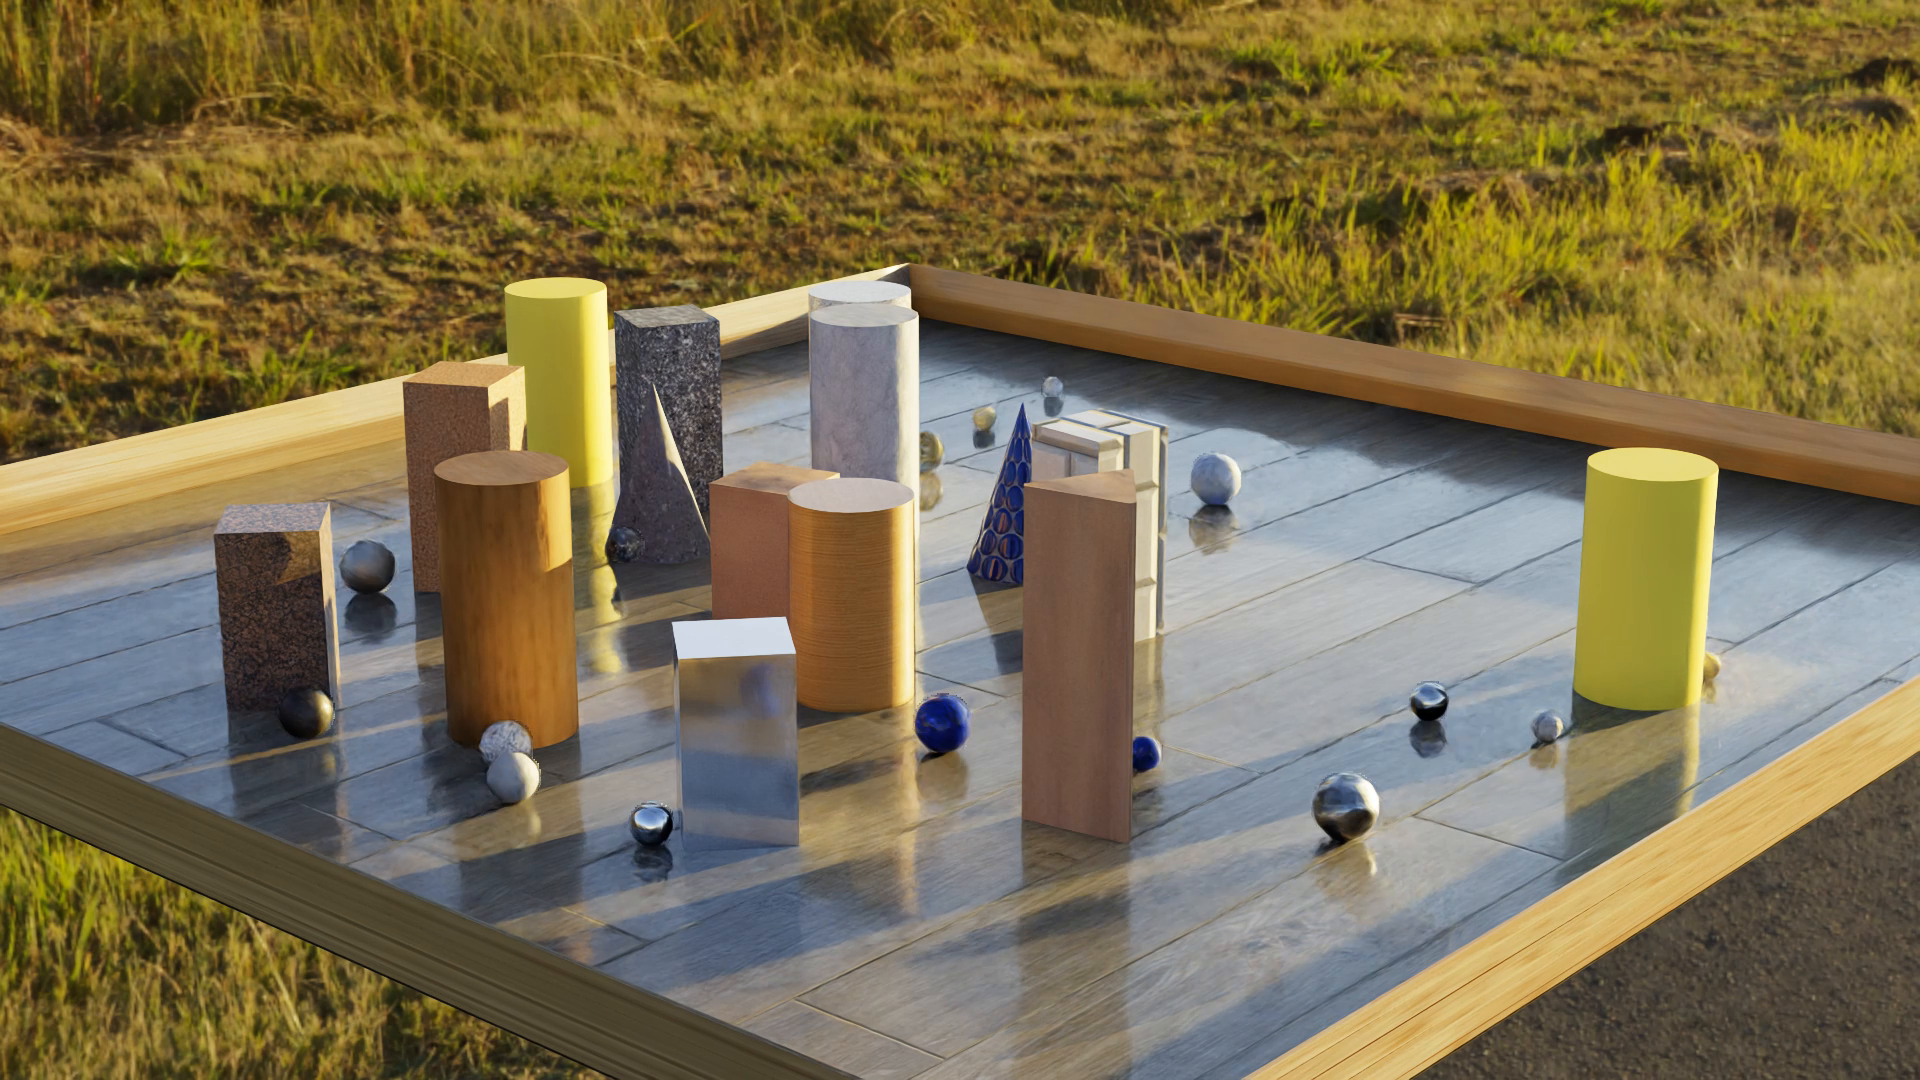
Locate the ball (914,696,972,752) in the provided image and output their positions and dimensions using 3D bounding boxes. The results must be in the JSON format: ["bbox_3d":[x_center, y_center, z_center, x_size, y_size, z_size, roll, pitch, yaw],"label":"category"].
[{"bbox_3d":[-0.025,0.276,4.391,0.086,0.086,0.086,0,17,0],"label":"ball"}]

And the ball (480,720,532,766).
[{"bbox_3d":[-0.669,0.303,4.316,0.076,0.076,0.076,0,17,0],"label":"ball"}]

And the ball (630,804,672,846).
[{"bbox_3d":[-0.426,0.393,4.049,0.058,0.058,0.058,0,17,0],"label":"ball"}]

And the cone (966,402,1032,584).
[{"bbox_3d":[0.111,-0.099,5.250,0.199,0.309,0.199,0,17,0],"label":"cone"}]

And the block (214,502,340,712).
[{"bbox_3d":[-1.071,0.103,4.610,0.159,0.289,0.159,-2,17,-6],"label":"block"}]

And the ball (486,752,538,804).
[{"bbox_3d":[-0.641,0.340,4.198,0.074,0.074,0.074,0,17,0],"label":"ball"}]

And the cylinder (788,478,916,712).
[{"bbox_3d":[-0.170,0.085,4.610,0.199,0.325,0.199,0,17,0],"label":"cylinder"}]

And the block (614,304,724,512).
[{"bbox_3d":[-0.559,-0.249,5.635,0.159,0.372,0.159,-7,18,-23],"label":"block"}]

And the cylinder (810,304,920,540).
[{"bbox_3d":[-0.175,-0.210,5.424,0.199,0.421,0.199,0,17,0],"label":"cylinder"}]

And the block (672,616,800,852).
[{"bbox_3d":[-0.312,0.269,4.075,0.159,0.281,0.159,-2,17,-8],"label":"block"}]

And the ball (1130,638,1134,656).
[{"bbox_3d":[0.256,0.172,4.782,0.059,0.059,0.059,0,17,0],"label":"ball"}]

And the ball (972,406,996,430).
[{"bbox_3d":[0.052,-0.259,6.229,0.050,0.050,0.050,0,17,0],"label":"ball"}]

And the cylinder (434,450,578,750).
[{"bbox_3d":[-0.684,0.090,4.437,0.199,0.415,0.199,0,17,0],"label":"cylinder"}]

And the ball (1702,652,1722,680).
[{"bbox_3d":[1.198,0.202,4.706,0.046,0.046,0.046,0,17,0],"label":"ball"}]

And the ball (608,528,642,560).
[{"bbox_3d":[-0.599,0.008,5.250,0.060,0.060,0.060,0,17,0],"label":"ball"}]

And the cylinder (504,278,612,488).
[{"bbox_3d":[-0.797,-0.313,5.830,0.199,0.384,0.199,0,17,0],"label":"cylinder"}]

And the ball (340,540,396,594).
[{"bbox_3d":[-1.037,0.047,5.133,0.096,0.096,0.096,0,17,0],"label":"ball"}]

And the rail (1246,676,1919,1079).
[{"bbox_3d":[1.186,0.329,4.133,0.045,0.129,3.288,14,22,39],"label":"rail"}]

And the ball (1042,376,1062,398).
[{"bbox_3d":[0.205,-0.339,6.502,0.046,0.046,0.046,0,17,0],"label":"ball"}]

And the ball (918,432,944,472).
[{"bbox_3d":[-0.073,-0.178,5.901,0.083,0.083,0.083,0,17,0],"label":"ball"}]

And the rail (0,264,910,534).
[{"bbox_3d":[-1.186,-0.265,6.106,0.045,0.129,3.288,14,22,39],"label":"rail"}]

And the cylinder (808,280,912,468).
[{"bbox_3d":[-0.194,-0.289,5.719,0.199,0.401,0.199,0,17,0],"label":"cylinder"}]

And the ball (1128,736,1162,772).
[{"bbox_3d":[0.271,0.314,4.320,0.052,0.052,0.052,0,17,0],"label":"ball"}]

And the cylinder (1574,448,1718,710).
[{"bbox_3d":[1.077,0.060,4.612,0.199,0.371,0.199,0,17,0],"label":"cylinder"}]

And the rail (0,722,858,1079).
[{"bbox_3d":[-1.062,0.385,3.948,3.190,0.129,0.045,14,22,39],"label":"rail"}]

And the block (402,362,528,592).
[{"bbox_3d":[-0.864,-0.109,5.161,0.159,0.378,0.159,4,17,14],"label":"block"}]

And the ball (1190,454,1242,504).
[{"bbox_3d":[0.495,-0.118,5.674,0.099,0.099,0.099,0,17,0],"label":"ball"}]

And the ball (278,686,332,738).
[{"bbox_3d":[-0.993,0.261,4.449,0.081,0.081,0.081,0,17,0],"label":"ball"}]

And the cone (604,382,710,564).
[{"bbox_3d":[-0.556,-0.135,5.356,0.199,0.316,0.199,0,17,0],"label":"cone"}]

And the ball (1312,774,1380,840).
[{"bbox_3d":[0.536,0.370,4.068,0.092,0.092,0.092,0,17,0],"label":"ball"}]

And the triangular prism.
[{"bbox_3d":[0.199,0.153,4.097,0.172,0.489,0.149,10,20,31],"label":"triangular prism"}]

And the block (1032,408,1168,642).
[{"bbox_3d":[0.231,-0.017,4.886,0.159,0.361,0.159,-14,22,-39],"label":"block"}]

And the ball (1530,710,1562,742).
[{"bbox_3d":[0.888,0.282,4.439,0.047,0.047,0.047,0,17,0],"label":"ball"}]

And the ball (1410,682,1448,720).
[{"bbox_3d":[0.725,0.249,4.525,0.059,0.059,0.059,0,17,0],"label":"ball"}]

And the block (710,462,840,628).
[{"bbox_3d":[-0.312,0.015,4.974,0.159,0.249,0.159,9,19,27],"label":"block"}]

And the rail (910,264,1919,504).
[{"bbox_3d":[1.062,-0.320,6.291,3.190,0.129,0.045,14,22,39],"label":"rail"}]
